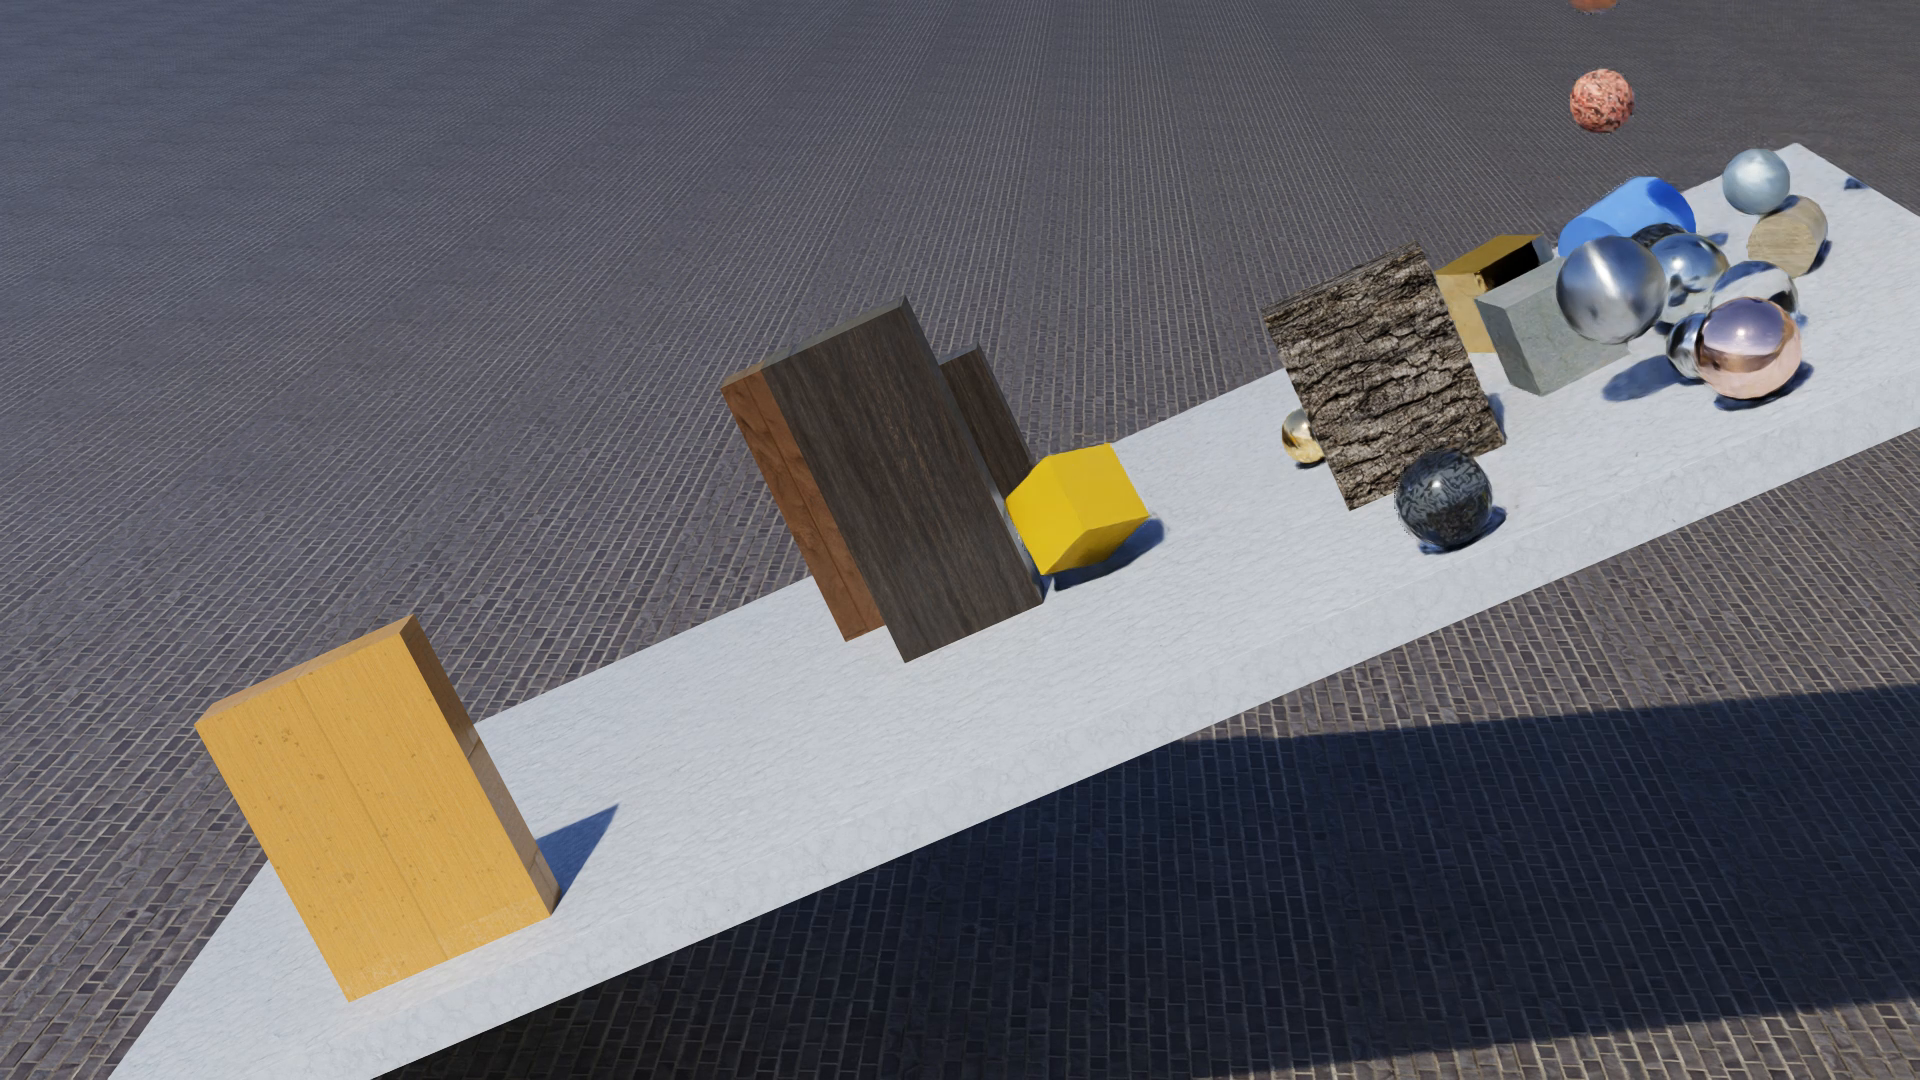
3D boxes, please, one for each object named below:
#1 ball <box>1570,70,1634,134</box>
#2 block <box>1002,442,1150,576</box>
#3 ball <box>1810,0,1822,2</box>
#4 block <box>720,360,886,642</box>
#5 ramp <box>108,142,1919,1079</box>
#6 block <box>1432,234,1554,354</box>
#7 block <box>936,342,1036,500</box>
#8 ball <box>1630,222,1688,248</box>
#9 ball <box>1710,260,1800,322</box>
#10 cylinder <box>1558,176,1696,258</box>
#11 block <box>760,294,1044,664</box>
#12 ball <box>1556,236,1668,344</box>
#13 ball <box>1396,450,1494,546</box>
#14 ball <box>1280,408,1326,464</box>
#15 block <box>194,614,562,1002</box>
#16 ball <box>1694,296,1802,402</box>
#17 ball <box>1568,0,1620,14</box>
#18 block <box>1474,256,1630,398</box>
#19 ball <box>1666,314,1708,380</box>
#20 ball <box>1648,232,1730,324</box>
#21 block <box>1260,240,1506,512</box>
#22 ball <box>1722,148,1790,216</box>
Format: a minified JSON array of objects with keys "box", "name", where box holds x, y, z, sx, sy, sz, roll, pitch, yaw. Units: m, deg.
[{"box":[1.219,-0.833,5.586,0.121,0.121,0.121,0,16,0],"name":"ball"},{"box":[0.241,-0.065,6.136,0.181,0.181,0.181,-13,-23,-39],"name":"block"},{"box":[1.702,-1.171,5.835,0.201,0.201,0.201,0,16,0],"name":"ball"},{"box":[-0.229,-0.136,6.519,0.350,0.636,0.116,-24,13,9],"name":"block"},{"box":[0.135,0.169,6.283,4.000,0.100,2.000,-24,13,9],"name":"ramp"},{"box":[1.185,-0.536,6.413,0.192,0.192,0.192,-29,13,-16],"name":"block"},{"box":[-0.075,-0.187,6.933,0.445,0.410,0.091,-24,13,9],"name":"block"},{"box":[1.455,-0.573,6.101,0.168,0.168,0.168,0,16,0],"name":"ball"},{"box":[1.497,-0.446,5.540,0.162,0.162,0.162,0,16,0],"name":"ball"},{"box":[1.435,-0.643,6.323,0.208,0.208,0.208,-33,32,-30],"name":"cylinder"},{"box":[-0.115,-0.125,6.136,0.320,0.693,0.124,-24,13,9],"name":"block"},{"box":[1.218,-0.467,5.500,0.204,0.204,0.204,0,16,0],"name":"ball"},{"box":[0.866,-0.074,5.253,0.171,0.171,0.171,0,16,0],"name":"ball"},{"box":[0.736,-0.221,6.183,0.122,0.122,0.122,0,16,0],"name":"ball"},{"box":[-1.113,0.518,5.656,0.443,0.624,0.124,-24,13,9],"name":"block"},{"box":[1.405,-0.340,5.243,0.187,0.187,0.187,0,16,0],"name":"ball"},{"box":[1.252,-1.105,5.805,0.130,0.130,0.130,0,16,0],"name":"ball"},{"box":[1.200,-0.435,5.972,0.199,0.199,0.199,-26,13,-3],"name":"block"},{"box":[1.385,-0.362,5.508,0.124,0.124,0.124,0,16,0],"name":"ball"},{"box":[1.446,-0.521,5.875,0.186,0.186,0.186,0,16,0],"name":"ball"},{"box":[0.824,-0.319,5.731,0.329,0.423,0.099,-24,13,9],"name":"block"},{"box":[1.590,-0.715,5.874,0.133,0.133,0.133,0,16,0],"name":"ball"}]
